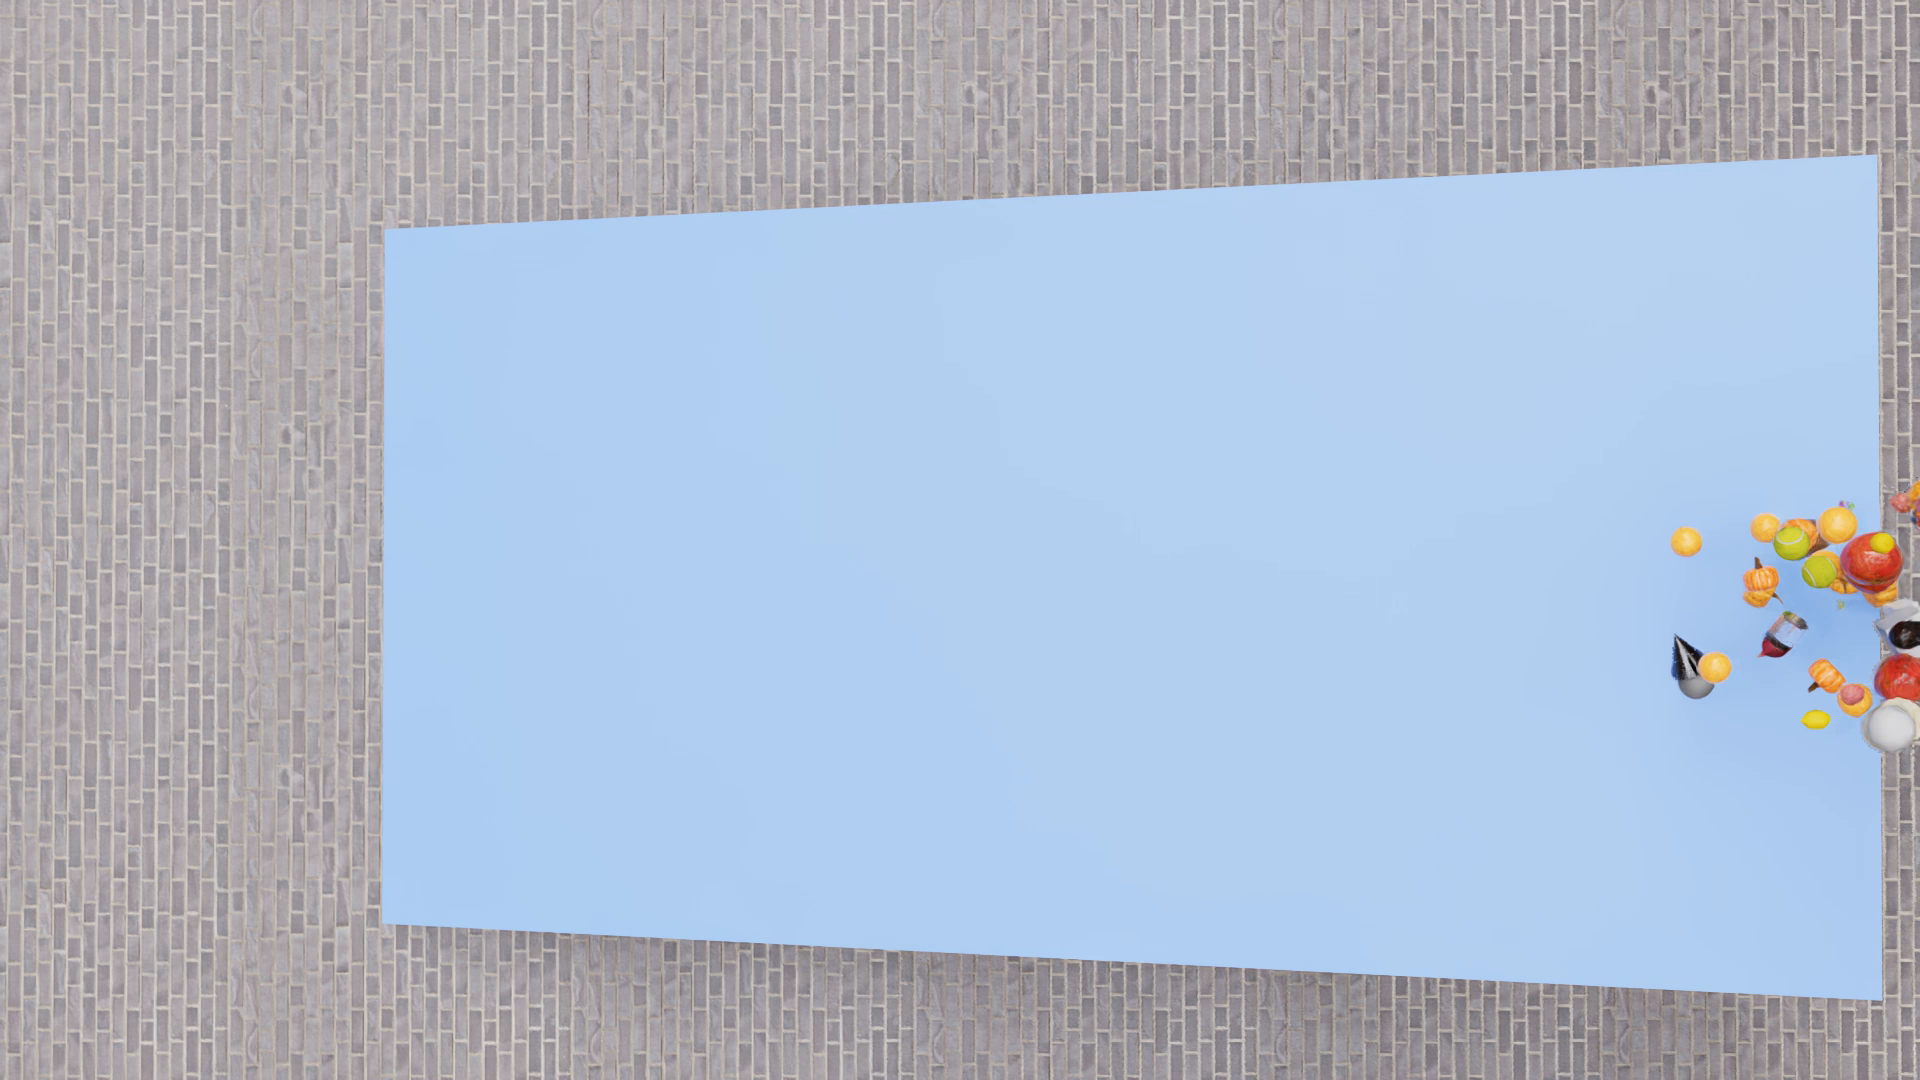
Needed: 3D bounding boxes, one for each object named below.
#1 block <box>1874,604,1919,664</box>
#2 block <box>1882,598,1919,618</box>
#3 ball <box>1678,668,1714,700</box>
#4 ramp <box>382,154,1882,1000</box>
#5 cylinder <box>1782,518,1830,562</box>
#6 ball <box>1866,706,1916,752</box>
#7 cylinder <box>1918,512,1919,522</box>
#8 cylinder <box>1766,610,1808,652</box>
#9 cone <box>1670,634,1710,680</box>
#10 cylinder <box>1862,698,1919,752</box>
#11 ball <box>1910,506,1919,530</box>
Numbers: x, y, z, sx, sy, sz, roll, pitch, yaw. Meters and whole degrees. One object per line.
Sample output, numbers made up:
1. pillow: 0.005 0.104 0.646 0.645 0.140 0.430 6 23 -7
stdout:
1. block: 2.143 0.212 4.968 0.090 0.090 0.090 -33 92 10
2. block: 2.166 0.173 5.051 0.057 0.057 0.057 -17 99 -2
3. ball: 1.733 0.334 5.177 0.083 0.083 0.083 0 89 0
4. ramp: 0.271 0.095 5.815 4.000 0.100 2.000 0 89 17
5. cylinder: 1.914 0.000 4.976 0.073 0.073 0.073 -33 89 36
6. ball: 1.720 0.348 4.059 0.085 0.085 0.085 0 89 0
7. cylinder: 2.062 -0.040 4.564 0.097 0.097 0.097 26 89 -28
8. cylinder: 1.701 0.187 4.525 0.060 0.060 0.060 29 122 0
9. cone: 1.692 0.259 5.149 0.097 0.097 0.097 -31 109 0
10. cylinder: 1.759 0.349 4.147 0.086 0.086 0.086 -1 74 4
11. ball: 1.988 -0.045 4.526 0.058 0.058 0.058 0 89 0
